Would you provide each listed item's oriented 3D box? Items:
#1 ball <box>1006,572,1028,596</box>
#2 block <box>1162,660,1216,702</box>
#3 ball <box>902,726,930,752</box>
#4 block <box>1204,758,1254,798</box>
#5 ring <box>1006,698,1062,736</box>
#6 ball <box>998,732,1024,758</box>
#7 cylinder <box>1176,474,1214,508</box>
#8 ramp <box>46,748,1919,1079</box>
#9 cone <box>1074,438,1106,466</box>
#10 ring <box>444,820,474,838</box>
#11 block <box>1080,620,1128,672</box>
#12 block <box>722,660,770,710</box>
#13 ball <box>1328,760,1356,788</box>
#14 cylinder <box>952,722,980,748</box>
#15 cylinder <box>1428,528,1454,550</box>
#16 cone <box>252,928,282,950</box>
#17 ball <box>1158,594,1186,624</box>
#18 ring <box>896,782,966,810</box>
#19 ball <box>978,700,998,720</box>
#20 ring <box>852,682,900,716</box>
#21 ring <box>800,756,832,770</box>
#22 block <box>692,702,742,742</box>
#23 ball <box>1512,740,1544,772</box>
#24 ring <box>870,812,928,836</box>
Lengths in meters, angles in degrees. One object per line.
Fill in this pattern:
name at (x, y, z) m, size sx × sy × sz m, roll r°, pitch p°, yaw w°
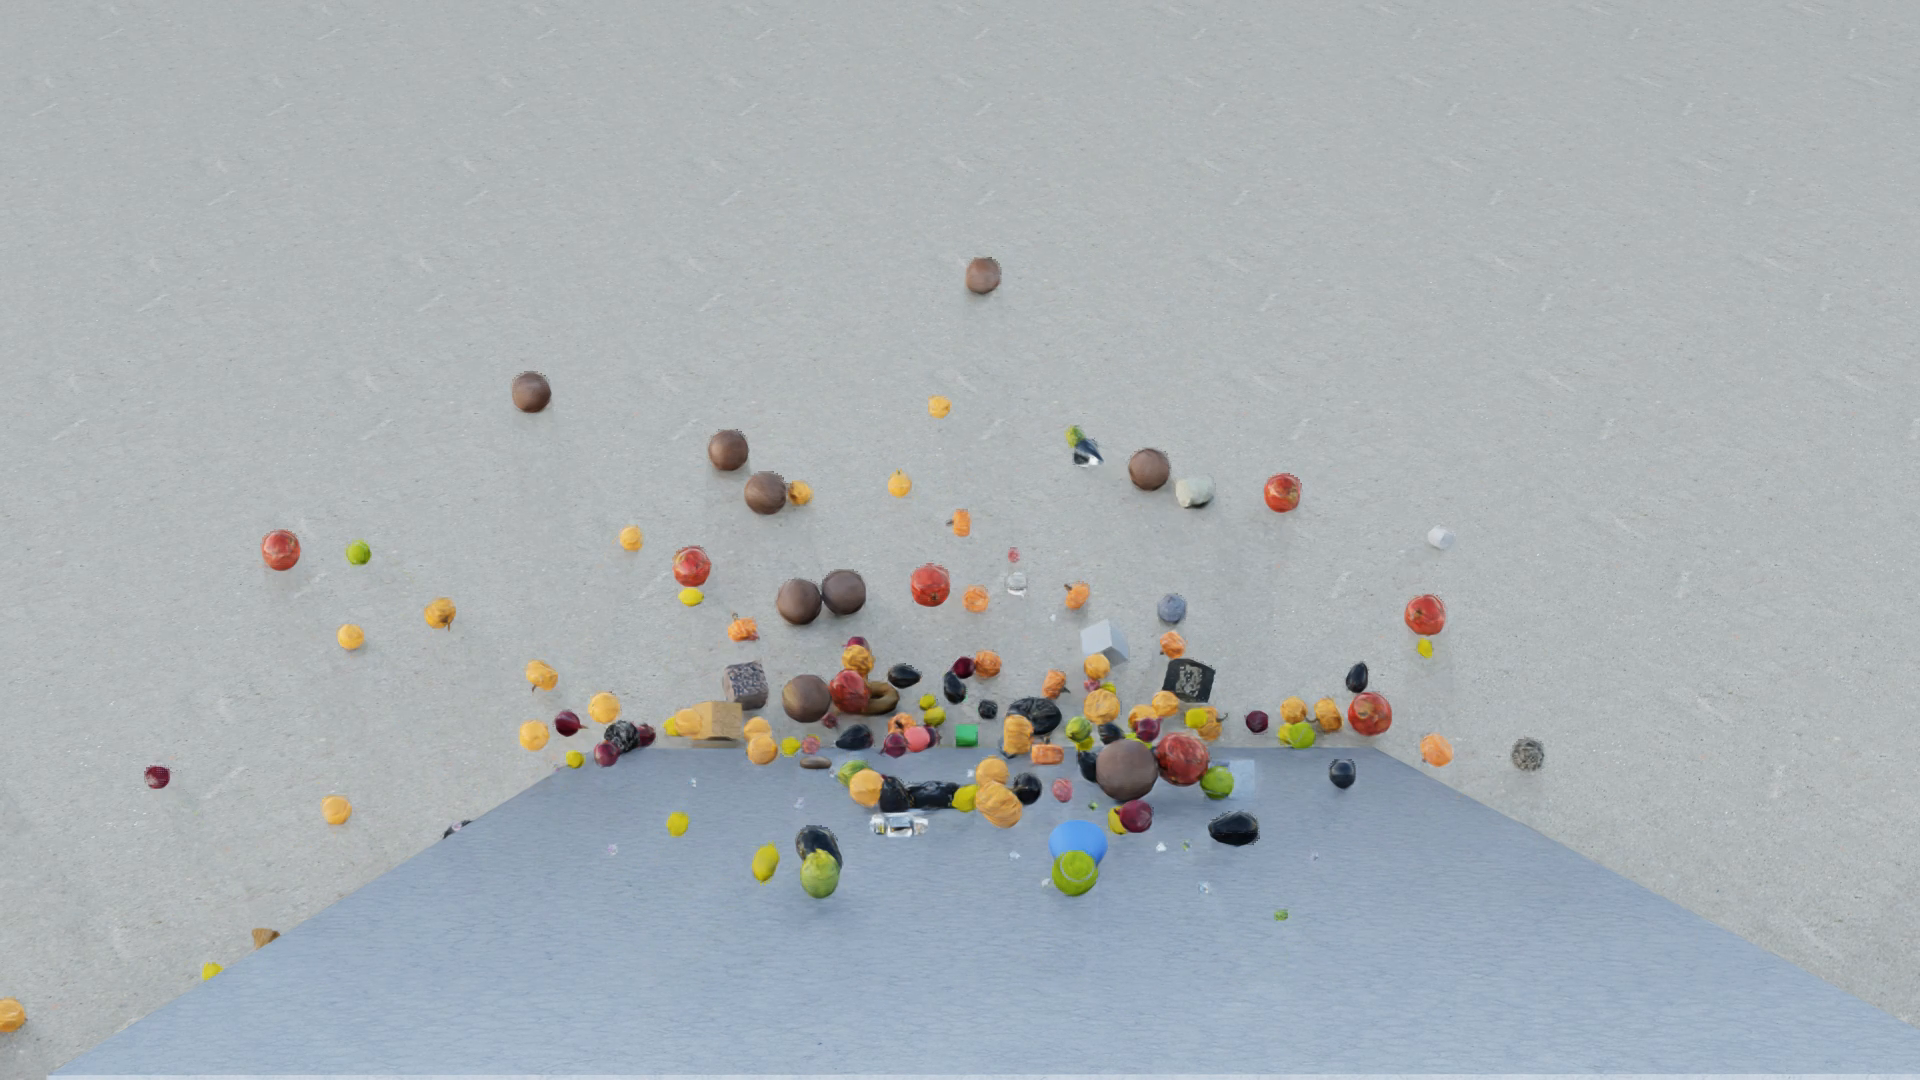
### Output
ball at (0.165, 0.127, 7.472) m, size 0.066 × 0.066 × 0.066 m, roll 0°, pitch 29°, yaw 0°
block at (0.614, 0.378, 6.938) m, size 0.090 × 0.090 × 0.090 m, roll 24°, pitch -16°, yaw -32°
ball at (-0.110, 0.500, 6.500) m, size 0.067 × 0.067 × 0.067 m, roll 0°, pitch 29°, yaw 0°
block at (0.566, 0.499, 5.441) m, size 0.075 × 0.075 × 0.075 m, roll 0°, pitch 0°, yaw -39°
ring at (0.196, 0.470, 6.883) m, size 0.147 × 0.049 × 0.147 m, roll -1°, pitch 30°, yaw 1°
ball at (0.125, 0.503, 6.329) m, size 0.063 × 0.063 × 0.063 m, roll 0°, pitch 29°, yaw 0°
cylinder at (0.721, -0.151, 7.939) m, size 0.086 × 0.086 × 0.086 m, roll -13°, pitch 32°, yaw -22°
ramp at (0.066, 0.590, 4.642) m, size 2.000 × 0.100 × 4.000 m, roll 0°, pitch 0°, yaw 0°
cone at (0.424, -0.258, 8.122) m, size 0.097 × 0.097 × 0.097 m, roll -21°, pitch 35°, yaw -33°
ring at (-1.221, 0.739, 6.414) m, size 0.123 × 0.041 × 0.123 m, roll 1°, pitch 28°, yaw 0°
block at (0.395, 0.290, 7.078) m, size 0.090 × 0.090 × 0.090 m, roll -25°, pitch 48°, yaw 23°
block at (-0.576, 0.393, 6.932) m, size 0.094 × 0.094 × 0.094 m, roll -9°, pitch 62°, yaw -19°
ball at (0.829, 0.506, 5.597) m, size 0.060 × 0.060 × 0.060 m, roll 0°, pitch 29°, yaw 0°
cylinder at (0.016, 0.513, 6.795) m, size 0.057 × 0.057 × 0.057 m, roll 29°, pitch 33°, yaw 1°
cylinder at (1.431, -0.005, 7.699) m, size 0.055 × 0.055 × 0.055 m, roll -18°, pitch 26°, yaw -29°
cone at (-1.627, 0.954, 6.042) m, size 0.069 × 0.069 × 0.069 m, roll 2°, pitch 56°, yaw 3°
ball at (0.601, 0.196, 7.334) m, size 0.081 × 0.081 × 0.081 m, roll 0°, pitch 29°, yaw 0°
ring at (-0.058, 0.515, 5.213) m, size 0.139 × 0.046 × 0.139 m, roll -1°, pitch 1°, yaw 0°
ball at (0.075, 0.453, 6.908) m, size 0.052 × 0.052 × 0.052 m, roll 0°, pitch 29°, yaw 0°
ring at (-0.229, 0.426, 6.965) m, size 0.130 × 0.043 × 0.130 m, roll -1°, pitch 30°, yaw 0°
ring at (-0.337, 0.523, 6.058) m, size 0.075 × 0.025 × 0.075 m, roll 1°, pitch 1°, yaw 0°
block at (-0.636, 0.475, 6.767) m, size 0.092 × 0.092 × 0.092 m, roll 6°, pitch -12°, yaw -39°
ball at (1.471, 0.557, 6.692) m, size 0.083 × 0.083 × 0.083 m, roll 0°, pitch 29°, yaw 0°
ring at (-0.111, 0.522, 4.745) m, size 0.108 × 0.036 × 0.108 m, roll 1°, pitch -1°, yaw 0°
